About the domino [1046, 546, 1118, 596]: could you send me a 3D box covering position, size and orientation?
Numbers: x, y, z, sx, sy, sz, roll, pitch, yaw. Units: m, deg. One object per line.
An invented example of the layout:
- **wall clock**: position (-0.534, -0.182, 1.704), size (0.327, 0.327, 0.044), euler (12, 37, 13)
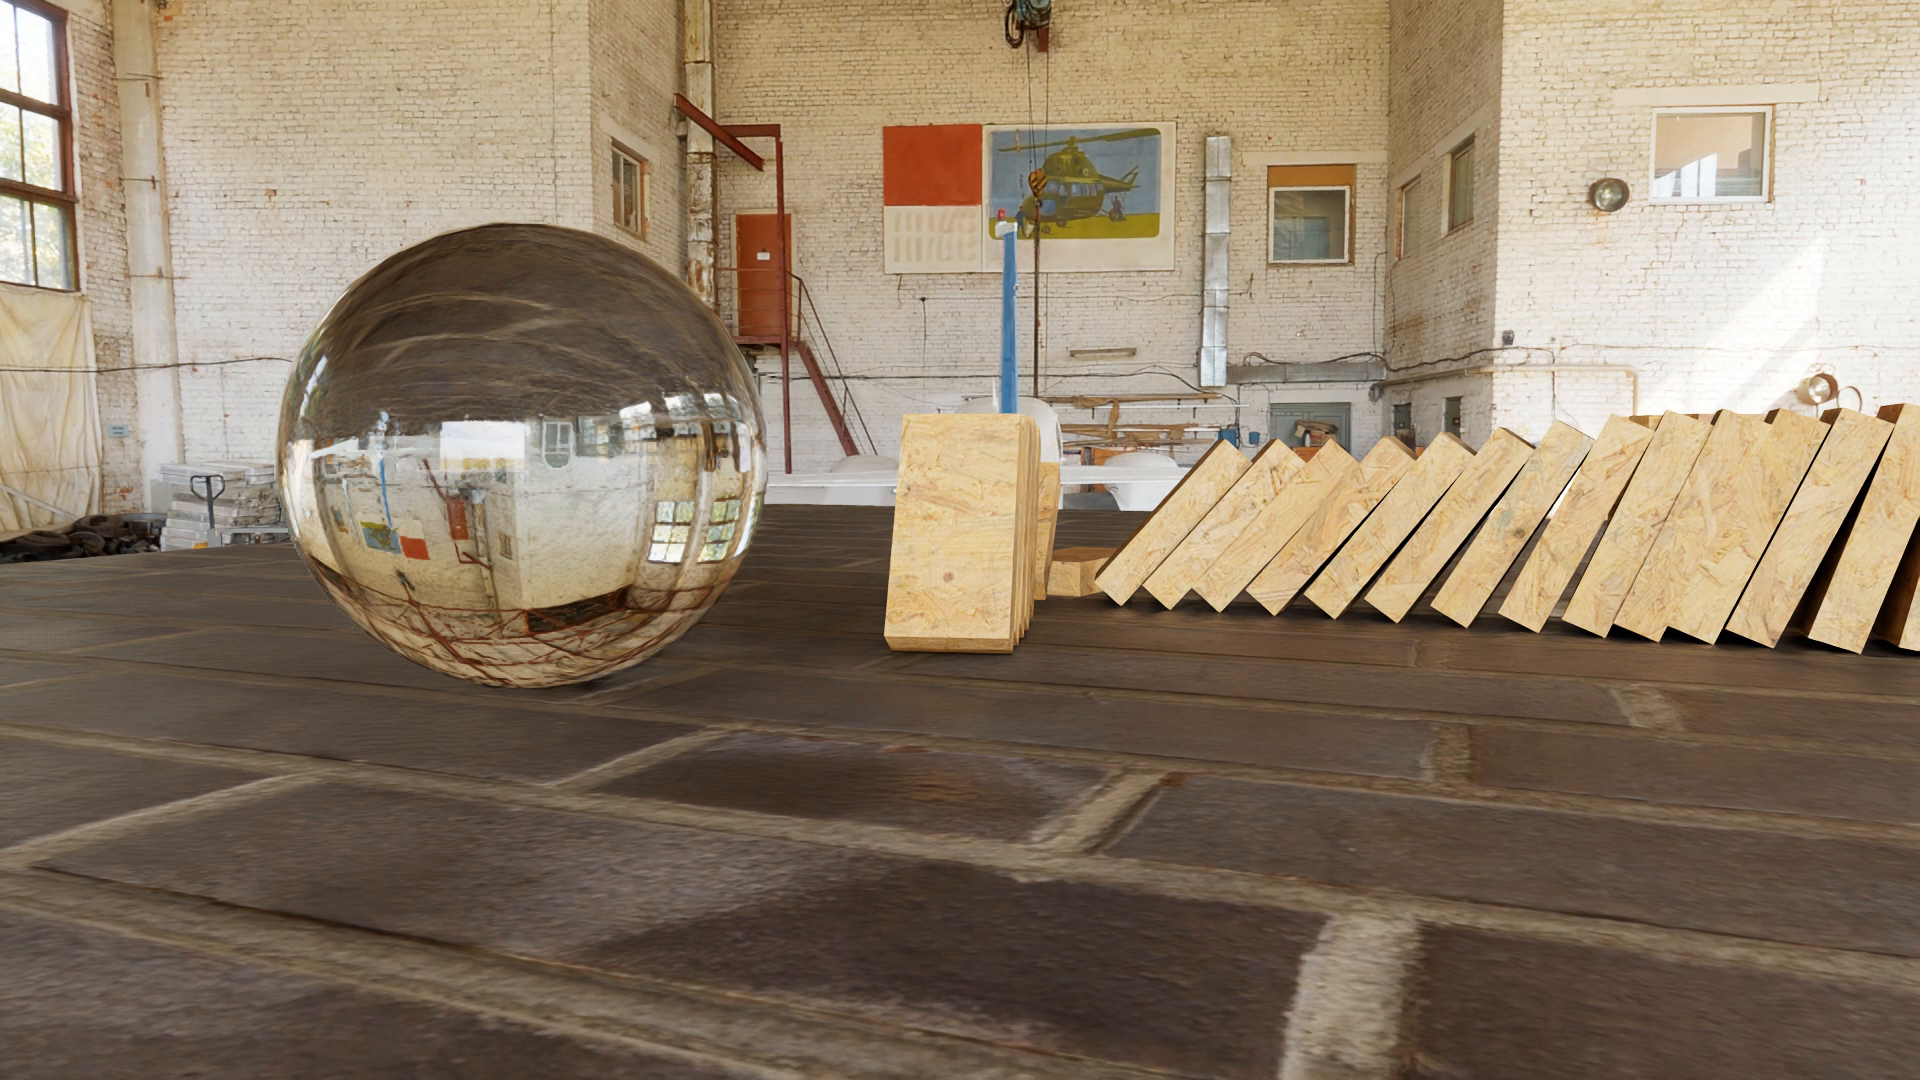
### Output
- **domino**: position (0.036, 0.009, 0.385), size (0.025, 0.010, 0.050), euler (3, 5, 31)

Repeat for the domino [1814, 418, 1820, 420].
- **domino**: position (0.247, -0.010, 0.374), size (0.009, 0.050, 0.025), euler (1, 5, 19)

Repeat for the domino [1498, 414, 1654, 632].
- **domino**: position (0.142, -0.004, 0.295), size (0.010, 0.050, 0.025), euler (30, 17, 23)

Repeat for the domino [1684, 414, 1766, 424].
- **domino**: position (0.193, -0.007, 0.325), size (0.025, 0.050, 0.010), euler (-1, 4, -11)

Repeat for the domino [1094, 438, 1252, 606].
- **domino**: position (0.057, -0.005, 0.345), size (0.010, 0.050, 0.025), euler (42, 8, 3)

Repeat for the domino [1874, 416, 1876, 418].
- **domino**: position (0.260, -0.010, 0.366), size (0.009, 0.050, 0.025), euler (4, 6, 40)

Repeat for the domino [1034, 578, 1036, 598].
- **domino**: position (0.008, -0.004, 0.354), size (0.025, 0.009, 0.050), euler (-4, 41, 5)

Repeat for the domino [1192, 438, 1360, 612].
- **domino**: position (0.081, -0.004, 0.330), size (0.009, 0.050, 0.025), euler (43, 14, 10)

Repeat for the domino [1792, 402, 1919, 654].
- **domino**: position (0.191, -0.003, 0.269), size (0.010, 0.050, 0.025), euler (20, 12, 24)

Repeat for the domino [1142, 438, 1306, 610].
- **domino**: position (0.069, -0.005, 0.336), size (0.010, 0.050, 0.025), euler (42, 9, 4)

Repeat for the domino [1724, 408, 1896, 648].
- **domino**: position (0.179, -0.003, 0.274), size (0.010, 0.050, 0.025), euler (26, 15, 23)

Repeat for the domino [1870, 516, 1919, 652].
- **domino**: position (0.202, -0.003, 0.263), size (0.009, 0.050, 0.025), euler (14, 9, 22)

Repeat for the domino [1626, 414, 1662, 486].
- **domino**: position (0.191, -0.008, 0.339), size (0.025, 0.050, 0.009), euler (0, 4, -1)

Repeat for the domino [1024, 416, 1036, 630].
- **domino**: position (0.004, -0.004, 0.299), size (0.025, 0.050, 0.010), euler (1, -23, 8)

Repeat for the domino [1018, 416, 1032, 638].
- **domino**: position (0.003, -0.004, 0.289), size (0.025, 0.050, 0.010), euler (1, -23, 8)

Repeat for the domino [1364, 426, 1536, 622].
- **domino**: position (0.119, -0.004, 0.309), size (0.010, 0.050, 0.025), euler (39, 20, 19)

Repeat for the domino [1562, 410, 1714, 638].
- **domino**: position (0.152, -0.004, 0.289), size (0.009, 0.050, 0.025), euler (26, 15, 24)

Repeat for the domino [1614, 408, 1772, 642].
- **domino**: position (0.160, -0.004, 0.282), size (0.010, 0.050, 0.025), euler (26, 15, 24)

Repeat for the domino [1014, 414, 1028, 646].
- **domino**: position (0.001, -0.003, 0.278), size (0.025, 0.050, 0.010), euler (1, -23, 8)

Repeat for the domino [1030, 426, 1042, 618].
- **domino**: position (0.007, -0.005, 0.323), size (0.025, 0.050, 0.009), euler (1, -29, 8)

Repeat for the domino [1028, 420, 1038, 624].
- **domino**: position (0.005, -0.005, 0.310), size (0.025, 0.050, 0.010), euler (1, -23, 8)

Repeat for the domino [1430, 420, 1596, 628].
- **domino**: position (0.131, -0.004, 0.302), size (0.009, 0.050, 0.025), euler (35, 19, 21)

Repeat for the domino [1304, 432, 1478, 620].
- **domino**: position (0.107, -0.004, 0.316), size (0.010, 0.050, 0.025), euler (42, 20, 17)

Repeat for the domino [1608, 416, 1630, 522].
- **domino**: position (0.193, -0.009, 0.354), size (0.025, 0.050, 0.010), euler (2, 5, 27)

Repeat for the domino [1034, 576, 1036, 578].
- **domino**: position (0.007, -0.006, 0.335), size (0.025, 0.050, 0.009), euler (0, -31, 7)

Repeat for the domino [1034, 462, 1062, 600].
- **domino**: position (0.014, -0.004, 0.368), size (0.025, 0.010, 0.050), euler (1, 40, 10)

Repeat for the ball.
- **ball**: position (-0.074, -0.014, 0.223), size (0.080, 0.080, 0.080), euler (0, 4, 0)

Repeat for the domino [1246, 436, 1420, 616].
- **domino**: position (0.094, -0.004, 0.322), size (0.009, 0.050, 0.025), euler (43, 19, 15)

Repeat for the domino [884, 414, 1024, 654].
- **domino**: position (-0.001, -0.002, 0.268), size (0.025, 0.050, 0.009), euler (1, -23, 8)

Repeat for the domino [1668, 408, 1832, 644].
- **domino**: position (0.170, -0.003, 0.279), size (0.010, 0.050, 0.025), euler (26, 15, 24)
